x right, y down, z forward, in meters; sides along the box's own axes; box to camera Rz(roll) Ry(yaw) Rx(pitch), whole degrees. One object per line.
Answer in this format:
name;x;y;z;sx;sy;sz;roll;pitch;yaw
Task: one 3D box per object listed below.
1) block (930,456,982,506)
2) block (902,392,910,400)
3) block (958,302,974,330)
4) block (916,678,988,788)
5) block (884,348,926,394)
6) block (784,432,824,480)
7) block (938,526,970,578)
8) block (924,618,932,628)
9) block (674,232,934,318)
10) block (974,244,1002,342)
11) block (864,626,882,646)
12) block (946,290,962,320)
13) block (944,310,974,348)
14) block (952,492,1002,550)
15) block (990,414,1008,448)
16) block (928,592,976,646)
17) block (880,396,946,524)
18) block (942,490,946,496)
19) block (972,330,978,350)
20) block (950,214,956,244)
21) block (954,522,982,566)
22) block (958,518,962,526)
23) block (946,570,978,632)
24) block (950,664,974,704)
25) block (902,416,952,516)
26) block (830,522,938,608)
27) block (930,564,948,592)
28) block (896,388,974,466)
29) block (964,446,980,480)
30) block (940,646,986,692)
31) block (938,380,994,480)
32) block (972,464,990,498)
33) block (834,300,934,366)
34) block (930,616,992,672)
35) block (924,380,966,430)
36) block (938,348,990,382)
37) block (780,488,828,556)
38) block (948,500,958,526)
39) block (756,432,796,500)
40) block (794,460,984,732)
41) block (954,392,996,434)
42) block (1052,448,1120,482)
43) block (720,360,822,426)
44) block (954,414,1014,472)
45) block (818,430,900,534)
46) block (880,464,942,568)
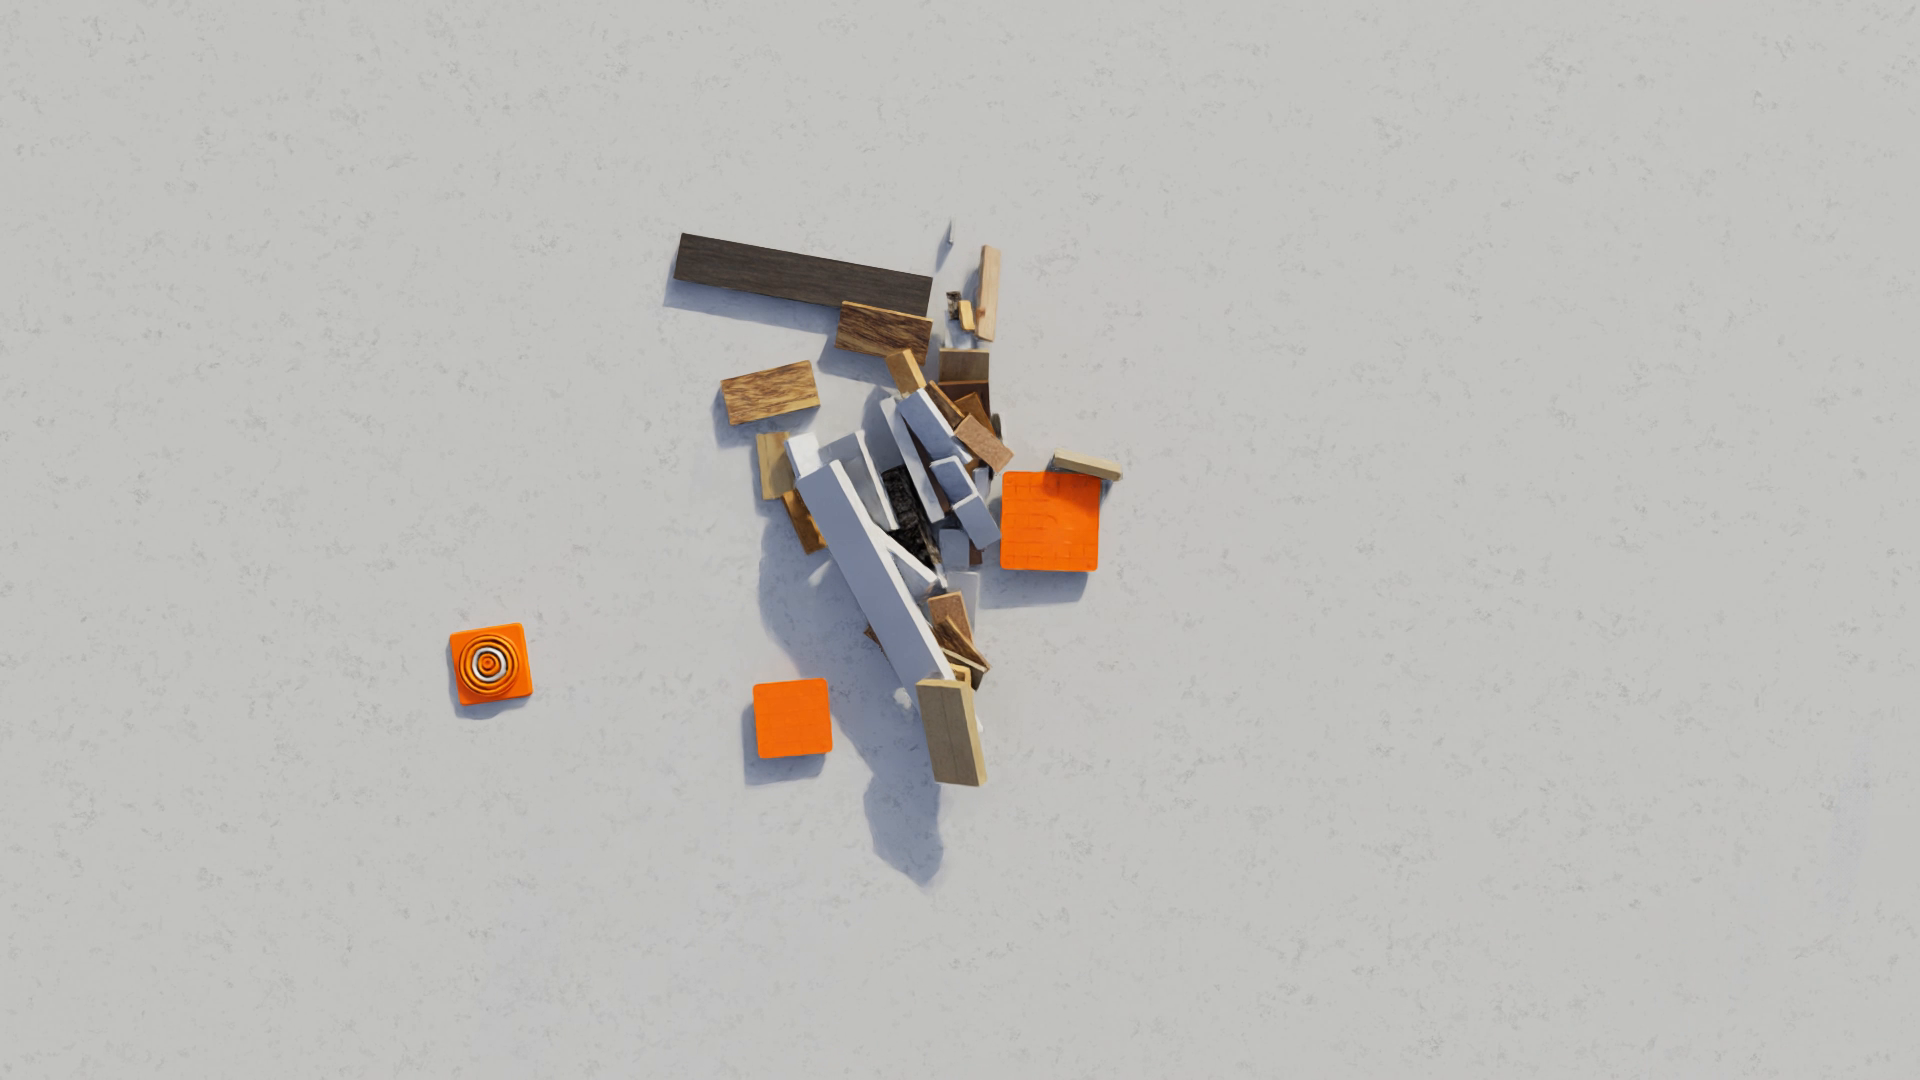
block;-0.013;-0.184;5.334;0.094;0.027;0.187;-13;125;27
block;-0.143;-0.401;5.409;0.023;0.080;0.160;-26;121;-5
block;0.020;-0.735;5.401;0.047;0.013;0.094;-6;84;-43
block;-0.027;0.624;5.345;0.175;0.050;0.351;1;111;34
block;-0.161;-0.513;5.424;0.031;0.111;0.221;-34;105;-35
block;-0.497;-0.241;5.452;0.108;0.031;0.217;-20;89;-37
block;-0.019;0.052;5.446;0.100;0.028;0.201;2;114;0
block;-0.174;0.256;5.446;0.084;0.024;0.168;-46;64;10
block;-0.519;-0.869;5.479;0.845;0.043;0.152;10;90;0
block;0.091;-0.815;5.444;0.075;0.021;0.311;13;78;-44
block;-0.229;0.327;5.488;0.168;0.024;0.084;38;90;0
block;-0.016;-0.771;5.421;0.047;0.013;0.094;-7;76;-1
block;-0.003;-0.665;5.430;0.092;0.026;0.184;-1;86;1
block;0.056;-0.061;5.364;0.094;0.027;0.187;-31;124;1
block;0.127;-0.342;5.459;0.021;0.075;0.149;-7;93;-31
block;-0.024;0.288;5.446;0.111;0.031;0.222;-12;104;13
block;-0.155;-0.260;5.414;0.049;0.171;0.426;-23;90;0
block;0.007;-0.307;5.427;0.162;0.046;0.325;2;108;0
block;0.007;-0.624;5.487;0.092;0.026;0.184;7;90;0
block;-0.023;-1.031;5.477;0.013;0.047;0.094;6;90;0
block;0.029;0.009;5.470;0.075;0.021;0.149;-7;104;1
block;0.029;-0.107;5.424;0.075;0.021;0.149;1;98;0
block;0.003;0.205;5.463;0.100;0.028;0.201;4;104;0
block;-0.013;0.513;5.413;0.111;0.031;0.222;10;119;31
block;-0.115;-0.262;5.399;0.027;0.094;0.388;-23;81;0
block;-0.249;0.081;5.389;0.351;0.050;0.176;40;127;13
block;-0.113;0.070;5.455;0.100;0.028;0.201;-17;90;43
block;-0.083;-0.347;5.314;0.111;0.031;0.282;-30;98;41
block;0.034;-0.254;5.347;0.055;0.016;0.110;12;108;-3
block;-0.004;0.423;5.409;0.168;0.024;0.084;25;122;10
block;0.020;-0.353;5.363;0.162;0.046;0.325;-3;108;1
block;0.067;-0.188;5.368;0.055;0.016;0.110;-23;130;-29
block;-0.251;-0.683;5.454;0.303;0.043;0.152;12;110;0
block;-0.010;0.369;5.431;0.111;0.031;0.222;-38;96;21
block;-0.066;-0.426;5.302;0.160;0.023;0.080;47;120;0
block;0.011;-0.464;5.424;0.162;0.046;0.325;2;109;0
block;-0.500;-0.072;5.459;0.108;0.031;0.217;-25;93;-24
block;0.004;-0.089;5.464;0.075;0.021;0.149;-4;110;0
block;-0.609;-0.247;5.485;0.108;0.031;0.217;-6;90;0
block;-0.232;0.214;5.369;0.175;0.050;0.996;-25;95;39
block;0.048;-0.394;5.314;0.075;0.021;0.149;-25;106;8
block;0.419;-0.249;5.442;0.221;0.111;0.031;14;110;0
block;-0.628;-0.488;5.479;0.303;0.043;0.152;-13;90;0
block;0.077;-0.310;5.308;0.205;0.023;0.080;41;91;-25
block;-0.333;-0.171;5.430;0.171;0.049;0.343;-21;90;36
block;-0.190;-0.062;5.424;0.171;0.049;0.343;-21;90;43
